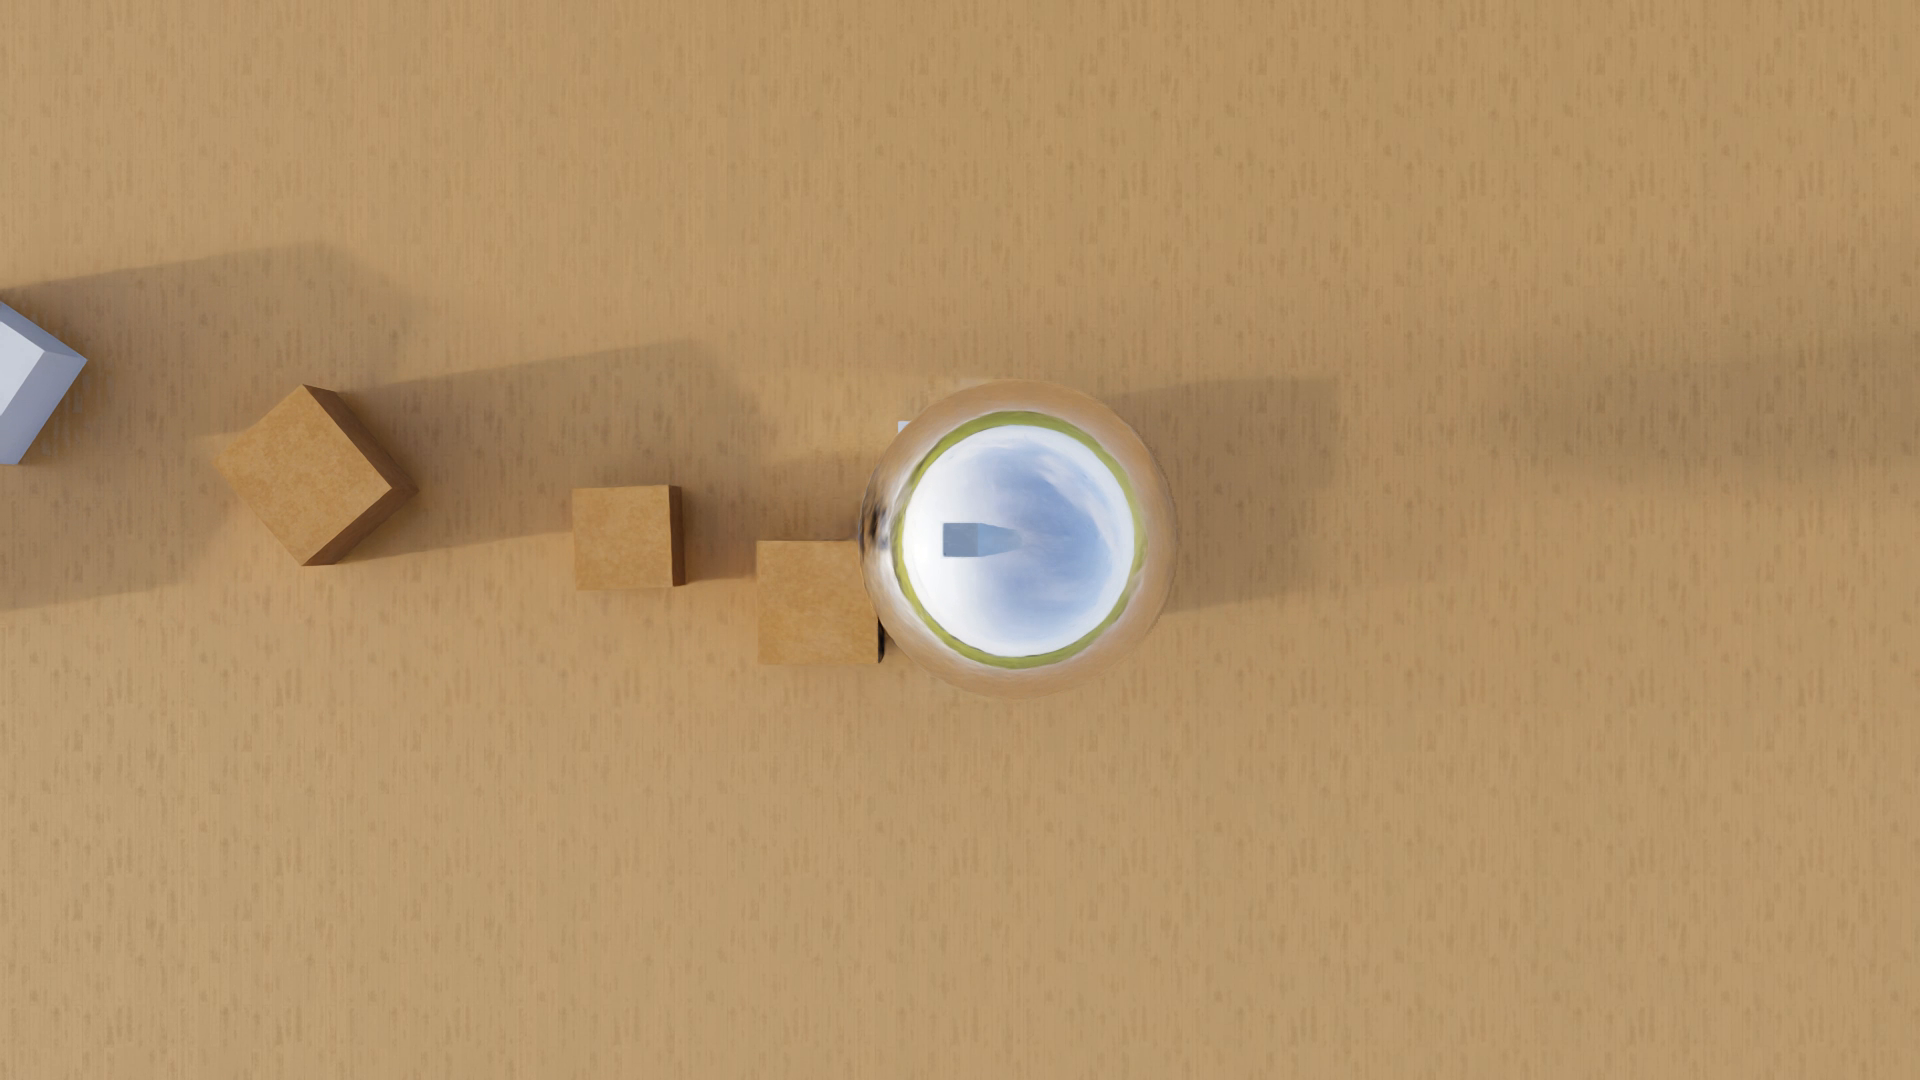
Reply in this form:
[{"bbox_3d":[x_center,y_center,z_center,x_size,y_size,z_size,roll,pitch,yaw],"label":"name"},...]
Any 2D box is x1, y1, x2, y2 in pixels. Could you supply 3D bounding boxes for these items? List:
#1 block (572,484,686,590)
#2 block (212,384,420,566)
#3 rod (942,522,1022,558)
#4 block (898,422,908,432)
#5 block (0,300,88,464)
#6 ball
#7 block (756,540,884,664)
[{"bbox_3d":[-1.907,-0.012,12.708,0.547,0.584,0.577,-2,90,0],"label":"block"},{"bbox_3d":[-3.698,-0.365,12.674,0.673,0.652,0.773,-41,90,0],"label":"block"},{"bbox_3d":[0.124,0.000,7.579,0.080,5.200,0.080,0,90,3],"label":"rod"},{"bbox_3d":[-0.018,-0.350,12.710,0.671,0.580,0.644,0,90,0],"label":"block"},{"bbox_3d":[-5.666,-0.958,12.692,0.727,0.616,0.751,34,90,0],"label":"block"},{"bbox_3d":[0.285,0.000,10.975,1.600,1.600,1.600,0,90,0],"label":"ball"},{"bbox_3d":[-0.791,0.347,12.619,0.675,0.761,0.689,0,90,0],"label":"block"}]
